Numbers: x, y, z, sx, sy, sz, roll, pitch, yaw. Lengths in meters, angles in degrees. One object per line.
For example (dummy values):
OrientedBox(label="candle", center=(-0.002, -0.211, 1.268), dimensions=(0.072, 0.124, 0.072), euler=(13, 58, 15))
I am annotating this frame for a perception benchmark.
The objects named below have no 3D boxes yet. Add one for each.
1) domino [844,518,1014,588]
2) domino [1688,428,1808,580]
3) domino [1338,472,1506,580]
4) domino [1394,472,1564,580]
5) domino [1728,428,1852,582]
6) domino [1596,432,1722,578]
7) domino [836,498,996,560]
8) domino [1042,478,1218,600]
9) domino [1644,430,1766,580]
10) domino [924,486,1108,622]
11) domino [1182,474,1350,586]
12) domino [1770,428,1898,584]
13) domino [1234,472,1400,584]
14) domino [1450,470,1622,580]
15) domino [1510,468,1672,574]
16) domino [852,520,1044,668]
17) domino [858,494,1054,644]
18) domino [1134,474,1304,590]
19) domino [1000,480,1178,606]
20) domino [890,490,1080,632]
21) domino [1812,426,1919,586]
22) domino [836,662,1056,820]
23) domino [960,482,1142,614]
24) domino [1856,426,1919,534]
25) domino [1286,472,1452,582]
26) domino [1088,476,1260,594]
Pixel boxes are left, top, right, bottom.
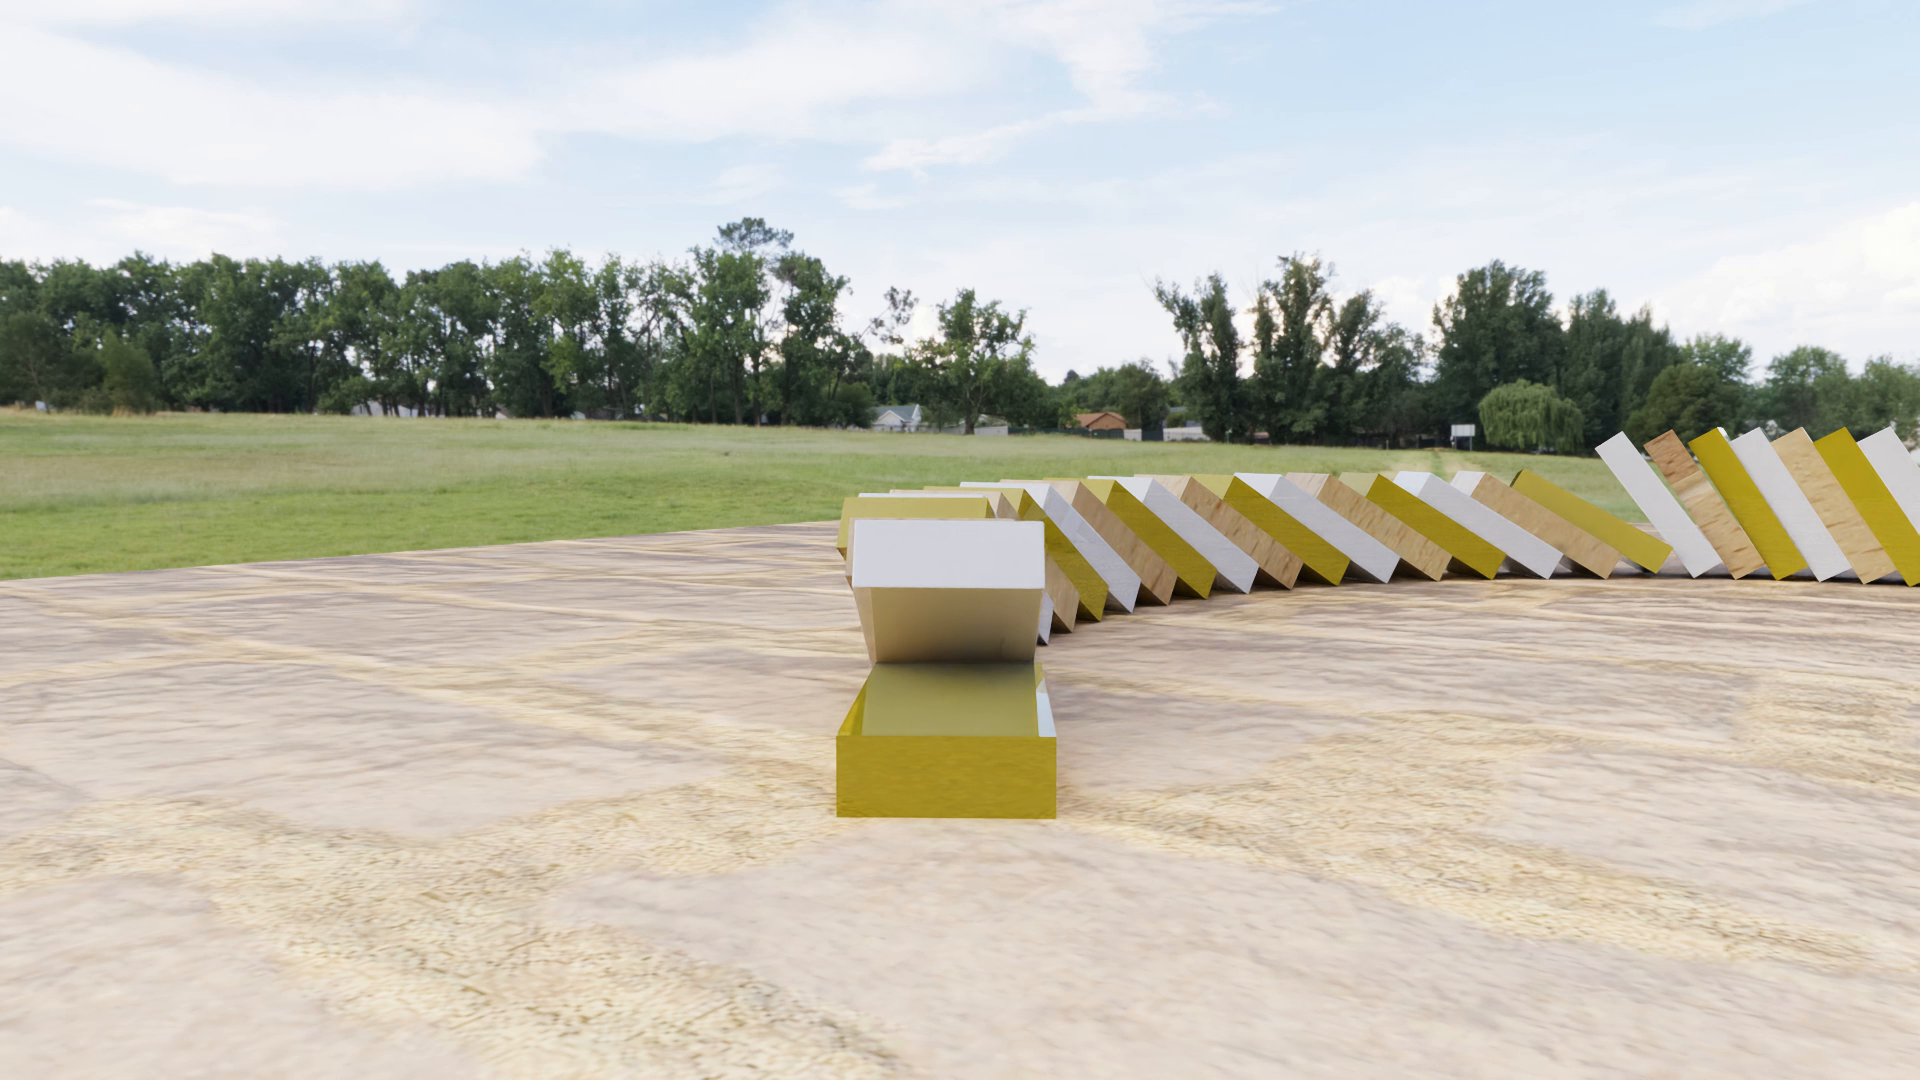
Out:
OrientedBox(label="domino", center=(-0.002, 0.011, 0.215), dimensions=(0.025, 0.009, 0.050), euler=(0, -23, 6))
OrientedBox(label="domino", center=(0.254, -0.012, 0.412), dimensions=(0.009, 0.050, 0.025), euler=(-34, -15, 31))
OrientedBox(label="domino", center=(0.145, -0.005, 0.408), dimensions=(0.050, 0.009, 0.025), euler=(30, -1, -10))
OrientedBox(label="domino", center=(0.164, -0.005, 0.412), dimensions=(0.050, 0.009, 0.025), euler=(30, 2, -4))
OrientedBox(label="domino", center=(0.264, -0.012, 0.409), dimensions=(0.009, 0.050, 0.025), euler=(-34, -15, 31))
OrientedBox(label="domino", center=(0.227, -0.012, 0.418), dimensions=(0.009, 0.050, 0.025), euler=(-38, -14, 24))
OrientedBox(label="domino", center=(-0.003, 0.008, 0.236), dimensions=(0.025, 0.009, 0.050), euler=(1, -26, 14))
OrientedBox(label="domino", center=(0.045, 0.000, 0.346), dimensions=(0.025, 0.009, 0.050), euler=(5, -24, 48))
OrientedBox(label="domino", center=(0.241, -0.012, 0.416), dimensions=(0.009, 0.050, 0.025), euler=(-35, -13, 27))
OrientedBox(label="domino", center=(0.013, 0.004, 0.295), dimensions=(0.025, 0.010, 0.050), euler=(3, -25, 31))
OrientedBox(label="domino", center=(0.090, -0.003, 0.384), dimensions=(0.050, 0.009, 0.025), euler=(32, -9, -23))
OrientedBox(label="domino", center=(0.274, -0.011, 0.402), dimensions=(0.009, 0.050, 0.025), euler=(-34, -15, 31))
OrientedBox(label="domino", center=(0.108, -0.004, 0.394), dimensions=(0.050, 0.009, 0.025), euler=(31, -6, -19))
OrientedBox(label="domino", center=(0.184, -0.005, 0.415), dimensions=(0.050, 0.009, 0.025), euler=(31, 5, 0))
OrientedBox(label="domino", center=(0.204, -0.006, 0.420), dimensions=(0.050, 0.009, 0.025), euler=(32, 10, 17))
OrientedBox(label="domino", center=(-0.001, 0.012, 0.191), dimensions=(0.025, 0.009, 0.050), euler=(0, -23, 1))
OrientedBox(label="domino", center=(0.000, 0.007, 0.257), dimensions=(0.025, 0.010, 0.050), euler=(1, -25, 21))
OrientedBox(label="domino", center=(0.074, -0.002, 0.373), dimensions=(0.050, 0.009, 0.025), euler=(33, -12, -28))
OrientedBox(label="domino", center=(0.032, 0.001, 0.330), dimensions=(0.025, 0.009, 0.050), euler=(4, -25, 43))
OrientedBox(label="domino", center=(0.006, 0.005, 0.276), dimensions=(0.025, 0.009, 0.050), euler=(2, -25, 26))
OrientedBox(label="domino", center=(0.282, -0.011, 0.395), dimensions=(0.009, 0.050, 0.025), euler=(-34, -15, 31))
OrientedBox(label="domino", center=(-0.001, 0.025, 0.171), dimensions=(0.025, 0.009, 0.050), euler=(0, 4, 2))
OrientedBox(label="domino", center=(0.022, 0.002, 0.313), dimensions=(0.025, 0.009, 0.050), euler=(3, -25, 36))
OrientedBox(label="domino", center=(0.291, -0.010, 0.389), dimensions=(0.010, 0.050, 0.025), euler=(-34, -15, 31))
OrientedBox(label="domino", center=(0.126, -0.004, 0.402), dimensions=(0.050, 0.009, 0.025), euler=(30, -4, -15))
OrientedBox(label="domino", center=(0.059, -0.001, 0.360), dimensions=(0.050, 0.009, 0.025), euler=(34, -17, -33))
